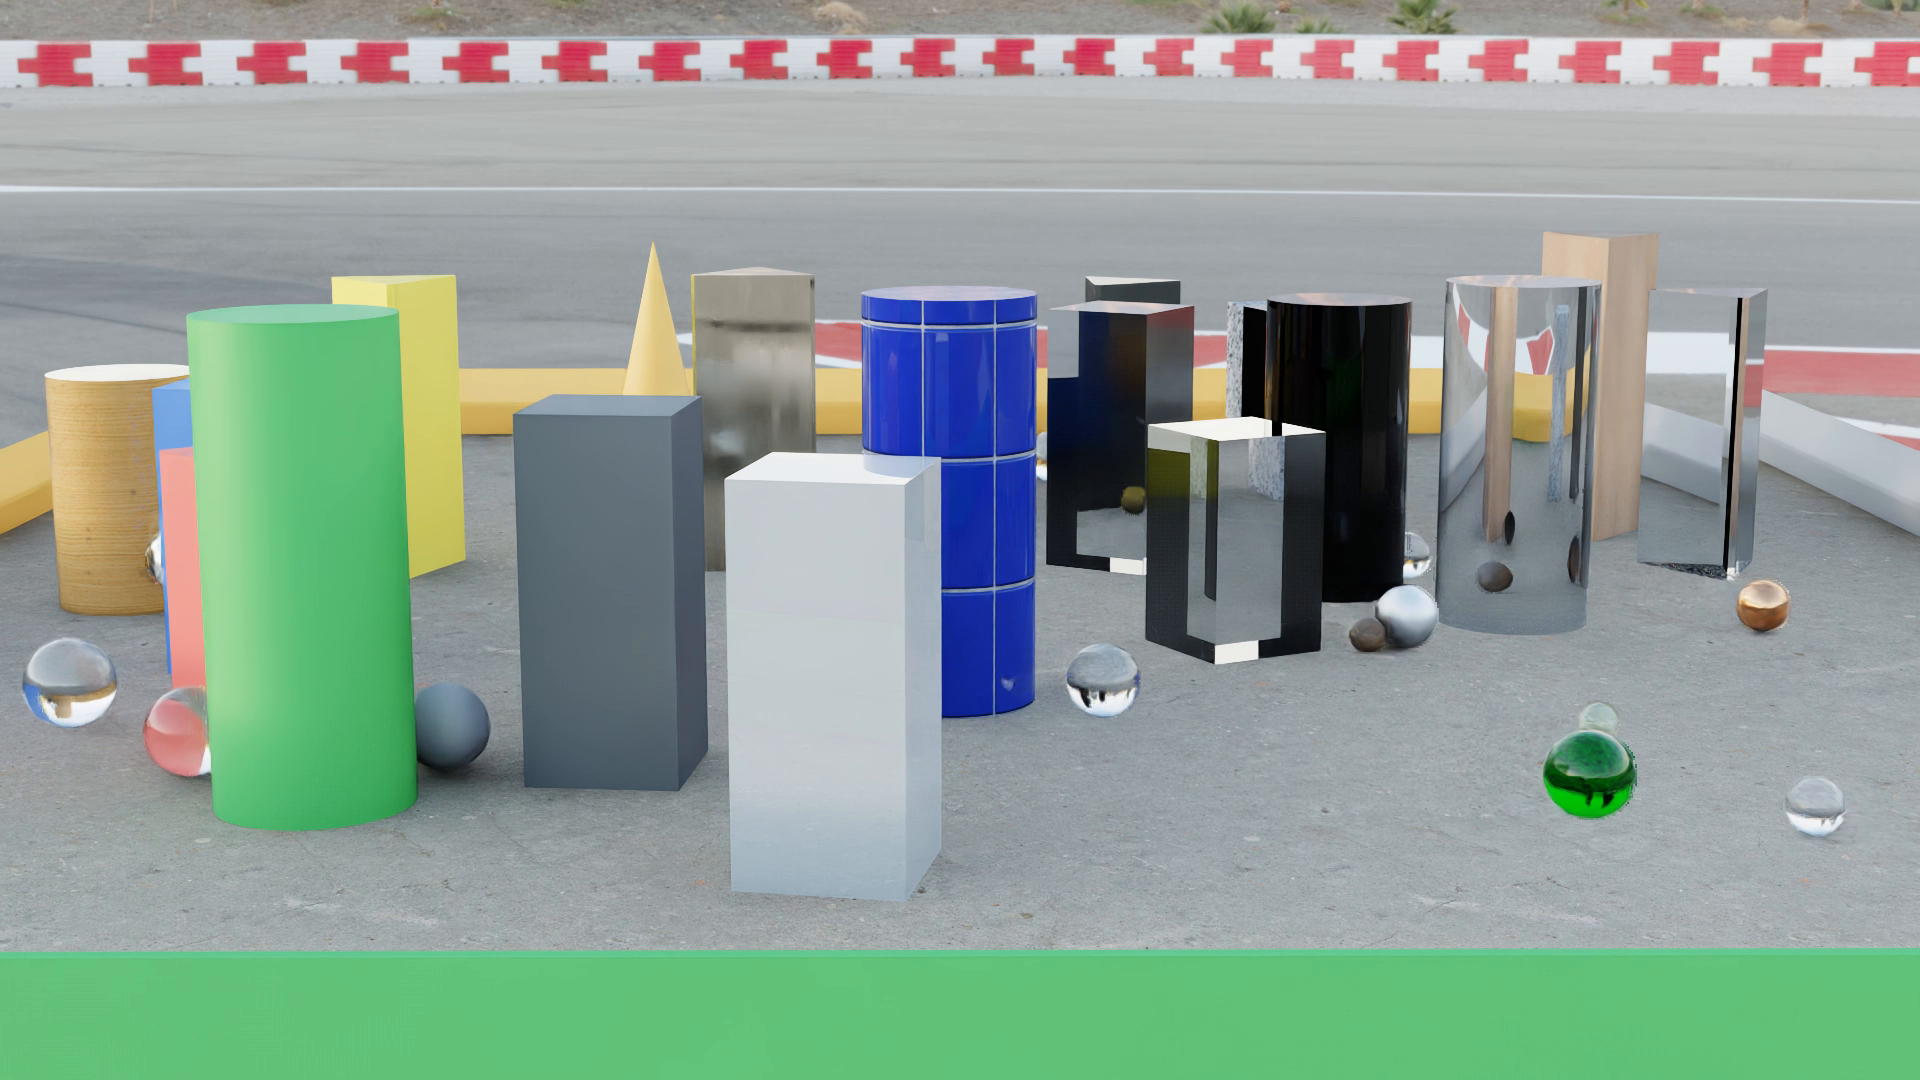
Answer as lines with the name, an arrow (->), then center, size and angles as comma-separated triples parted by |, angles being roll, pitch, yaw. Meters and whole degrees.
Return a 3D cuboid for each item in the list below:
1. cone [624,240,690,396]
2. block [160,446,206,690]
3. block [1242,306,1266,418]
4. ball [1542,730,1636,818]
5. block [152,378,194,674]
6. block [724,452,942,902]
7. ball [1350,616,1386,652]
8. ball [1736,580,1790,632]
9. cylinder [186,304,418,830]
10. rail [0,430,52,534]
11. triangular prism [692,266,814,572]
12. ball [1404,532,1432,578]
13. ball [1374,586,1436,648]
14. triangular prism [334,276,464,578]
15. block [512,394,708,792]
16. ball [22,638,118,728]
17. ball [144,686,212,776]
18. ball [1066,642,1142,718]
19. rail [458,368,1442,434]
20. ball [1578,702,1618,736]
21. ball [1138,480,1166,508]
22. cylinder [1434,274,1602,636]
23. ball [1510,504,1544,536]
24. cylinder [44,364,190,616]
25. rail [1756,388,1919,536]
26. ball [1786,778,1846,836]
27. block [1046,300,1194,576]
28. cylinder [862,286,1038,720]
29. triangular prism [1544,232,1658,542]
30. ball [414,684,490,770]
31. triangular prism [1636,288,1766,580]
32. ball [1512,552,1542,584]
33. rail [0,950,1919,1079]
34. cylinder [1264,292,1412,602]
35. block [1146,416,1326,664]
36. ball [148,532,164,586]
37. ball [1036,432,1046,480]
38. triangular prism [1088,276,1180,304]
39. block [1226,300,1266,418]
cone -> -0.486, -0.252, 4.106 | 0.200, 0.454, 0.200 | 0, 10, 0
block -> -0.741, 0.063, 2.763 | 0.160, 0.322, 0.160 | -10, 14, -43
block -> 0.556, -0.195, 4.095 | 0.160, 0.347, 0.160 | -4, 11, -19
ball -> 0.616, 0.229, 2.512 | 0.088, 0.088, 0.088 | 0, 10, 0
block -> -0.873, -0.022, 3.153 | 0.160, 0.348, 0.160 | 1, 11, 6
block -> -0.111, 0.119, 2.322 | 0.160, 0.373, 0.160 | 2, 11, 11
ball -> 0.513, 0.119, 3.225 | 0.045, 0.045, 0.045 | 0, 10, 0
ball -> 1.046, 0.086, 3.344 | 0.067, 0.067, 0.067 | 0, 10, 0
cylinder -> -0.645, 0.021, 2.529 | 0.200, 0.490, 0.200 | 0, 10, 0
rail -> -1.485, 0.035, 3.440 | 0.045, 0.130, 3.432 | 0, 10, 0
triangular prism -> -0.299, -0.181, 3.783 | 0.173, 0.431, 0.150 | 0, 10, -2
ball -> 0.644, 0.022, 3.689 | 0.066, 0.066, 0.066 | 0, 10, 0
ball -> 0.565, 0.097, 3.252 | 0.078, 0.078, 0.078 | 0, 10, 0
triangular prism -> -0.799, -0.171, 3.754 | 0.150, 0.424, 0.173 | -9, 14, -39
block -> -0.358, 0.051, 2.659 | 0.160, 0.385, 0.160 | 1, 11, 5
ball -> -0.991, 0.159, 2.855 | 0.100, 0.100, 0.100 | 0, 10, 0
ball -> -0.798, 0.198, 2.662 | 0.093, 0.093, 0.093 | 0, 10, 0
ball -> 0.163, 0.159, 2.901 | 0.085, 0.085, 0.085 | 0, 10, 0
rail -> -0.010, -0.274, 5.113 | 3.018, 0.130, 0.045 | 0, 10, 0
ball -> 0.697, 0.199, 2.801 | 0.042, 0.042, 0.042 | 0, 10, 0
ball -> 0.319, -0.076, 4.272 | 0.048, 0.048, 0.048 | 0, 10, 0
cylinder -> 0.734, -0.116, 3.381 | 0.200, 0.450, 0.200 | 0, 10, 0
ball -> 0.890, -0.032, 4.026 | 0.051, 0.051, 0.051 | 0, 10, 0
cylinder -> -1.136, -0.072, 3.507 | 0.200, 0.317, 0.200 | 0, 10, 0
rail -> 1.485, 0.032, 3.457 | 0.045, 0.130, 3.432 | 0, 10, 0
ball -> 0.820, 0.255, 2.458 | 0.056, 0.056, 0.056 | 0, 10, 0
block -> 0.237, -0.155, 3.789 | 0.160, 0.378, 0.160 | 6, 12, 30
cylinder -> -0.012, -0.048, 2.951 | 0.200, 0.472, 0.200 | 0, 10, 0
triangular prism -> 0.981, -0.248, 4.050 | 0.150, 0.468, 0.173 | 9, 14, 41
ball -> -0.537, 0.196, 2.684 | 0.090, 0.090, 0.090 | 0, 10, 0
triangular prism -> 1.117, -0.161, 3.751 | 0.150, 0.405, 0.173 | -7, 13, -34
ball -> 0.807, 0.041, 3.651 | 0.044, 0.044, 0.044 | 0, 10, 0
rail -> 0.010, 0.341, 1.785 | 3.018, 0.130, 0.045 | 0, 10, 0
cylinder -> 0.525, -0.133, 3.586 | 0.200, 0.408, 0.200 | 0, 10, 0
block -> 0.346, -0.003, 3.242 | 0.160, 0.279, 0.160 | -6, 12, -28
ball -> -1.032, 0.023, 3.408 | 0.091, 0.091, 0.091 | 0, 10, 0
ball -> 0.166, -0.148, 4.540 | 0.093, 0.093, 0.093 | 0, 10, 0
triangular prism -> 0.259, -0.259, 4.377 | 0.173, 0.370, 0.150 | -7, 12, -32
block -> 0.565, -0.250, 4.468 | 0.160, 0.319, 0.160 | -2, 11, -12
